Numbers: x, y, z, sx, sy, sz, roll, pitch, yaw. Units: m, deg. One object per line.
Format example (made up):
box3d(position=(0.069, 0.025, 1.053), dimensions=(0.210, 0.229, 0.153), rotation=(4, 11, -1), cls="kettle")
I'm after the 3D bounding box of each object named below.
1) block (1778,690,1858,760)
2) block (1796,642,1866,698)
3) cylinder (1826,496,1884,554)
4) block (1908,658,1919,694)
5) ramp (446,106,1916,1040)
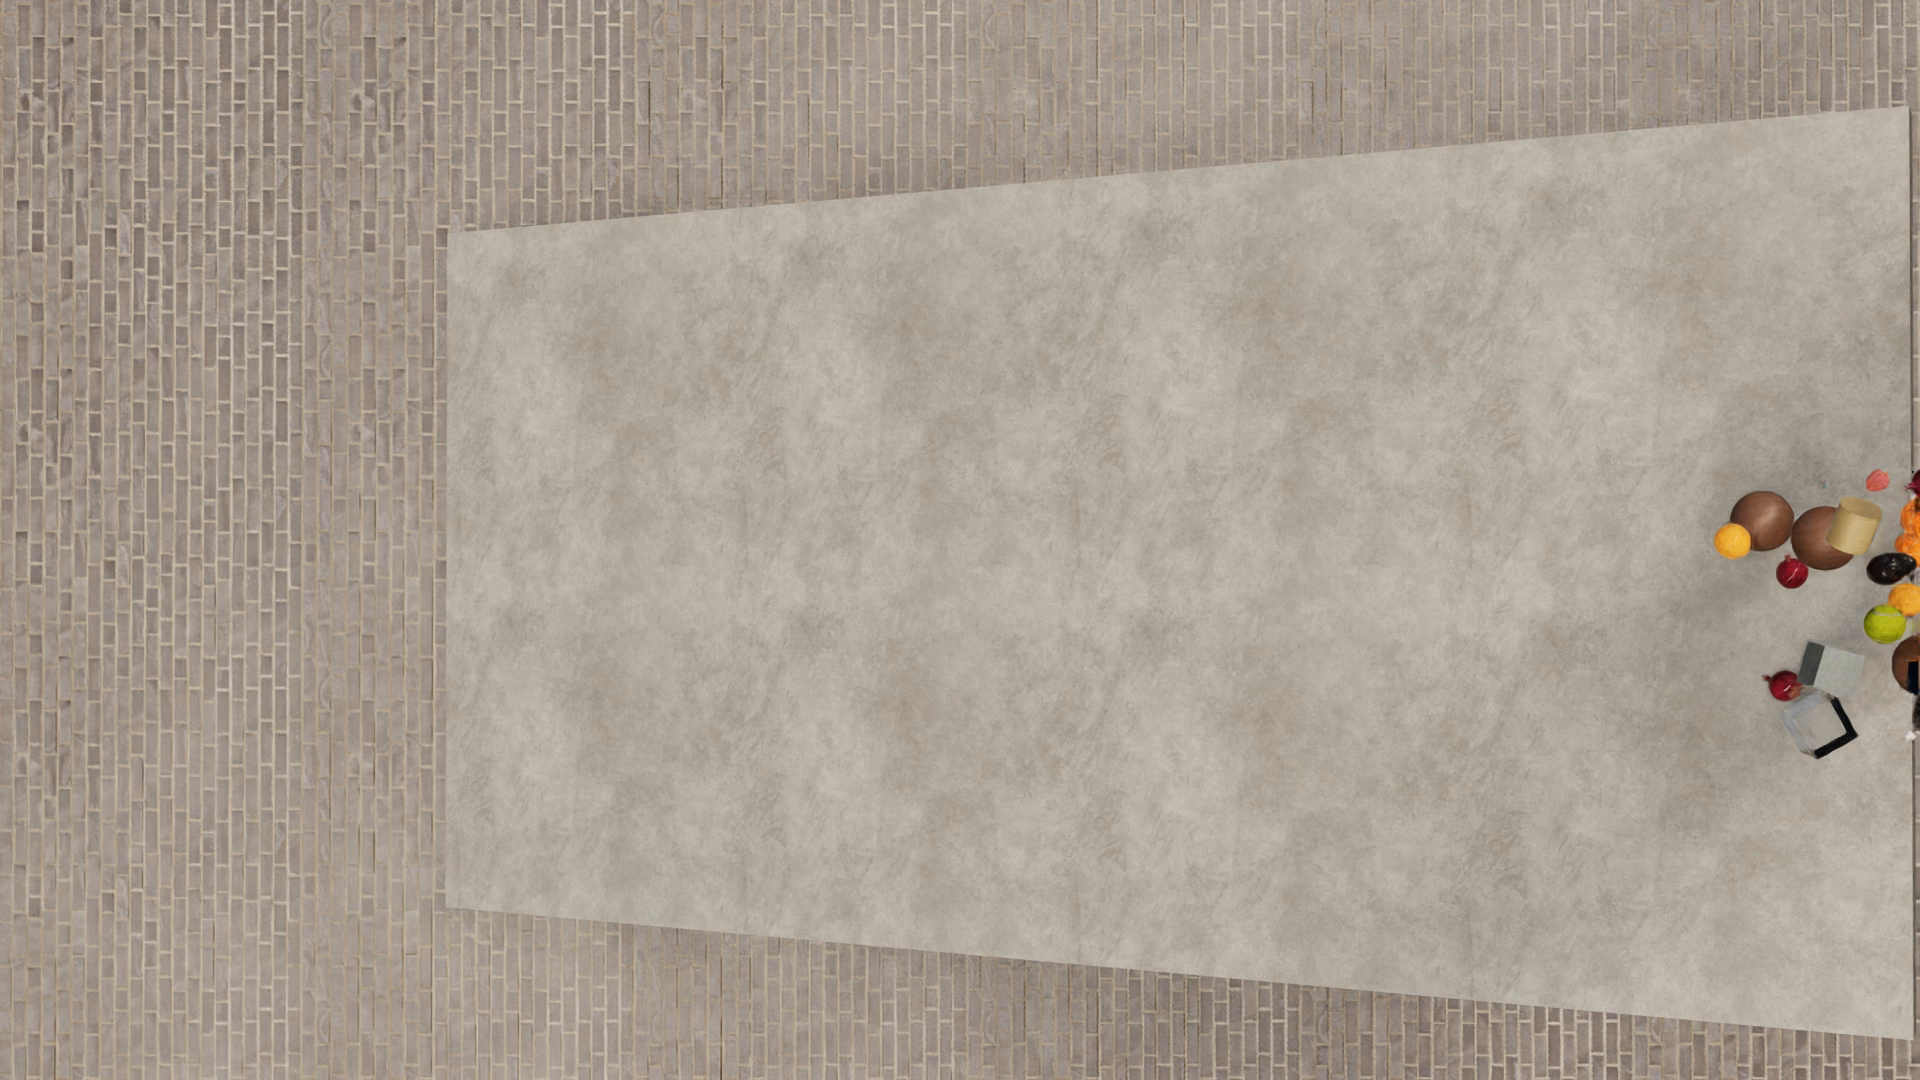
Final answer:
box3d(position=(1.769, 0.381, 4.530), dimensions=(0.095, 0.095, 0.095), rotation=(-30, 93, 3), cls="block")
box3d(position=(1.556, 0.231, 3.930), dimensions=(0.076, 0.076, 0.076), rotation=(16, 93, -2), cls="block")
box3d(position=(1.544, -0.025, 3.796), dimensions=(0.073, 0.073, 0.073), rotation=(10, 121, 0), cls="cylinder")
box3d(position=(1.772, 0.246, 4.005), dimensions=(0.061, 0.061, 0.061), rotation=(-8, 95, -37), cls="block")
box3d(position=(0.278, 0.079, 5.663), dimensions=(4.000, 0.100, 2.000), rotation=(0, 89, 27), cls="ramp")
